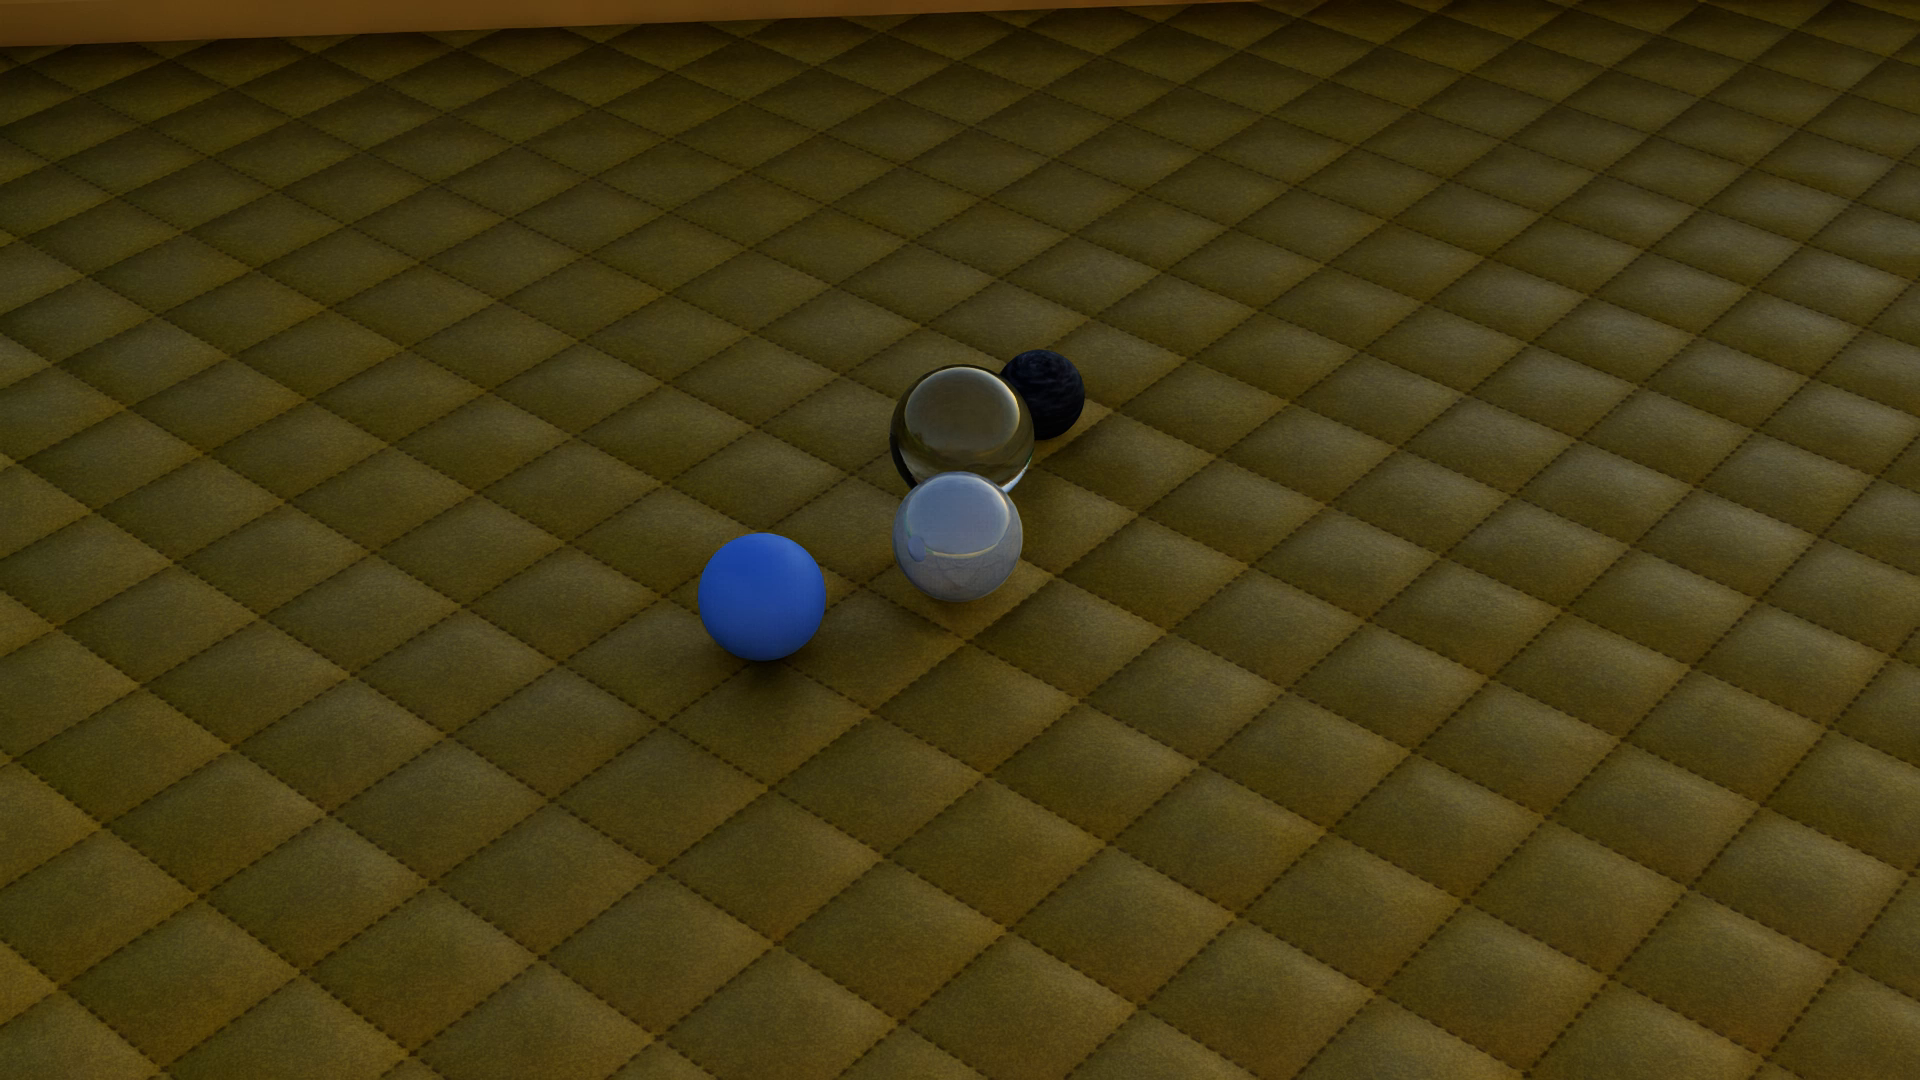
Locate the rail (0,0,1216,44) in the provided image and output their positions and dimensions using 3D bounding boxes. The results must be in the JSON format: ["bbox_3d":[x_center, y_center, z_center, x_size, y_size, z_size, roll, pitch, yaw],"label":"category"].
[{"bbox_3d":[0.780,-0.556,2.323,3.418,0.124,0.045,-3,36,-4],"label":"rail"}]

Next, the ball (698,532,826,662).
[{"bbox_3d":[-0.120,0.035,1.555,0.078,0.078,0.078,0,36,0],"label":"ball"}]

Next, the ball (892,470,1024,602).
[{"bbox_3d":[-0.002,-0.002,1.602,0.082,0.082,0.082,0,36,0],"label":"ball"}]

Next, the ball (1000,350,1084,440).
[{"bbox_3d":[0.054,-0.099,1.752,0.062,0.062,0.062,0,36,0],"label":"ball"}]

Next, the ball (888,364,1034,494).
[{"bbox_3d":[0.001,-0.068,1.680,0.096,0.096,0.096,0,36,0],"label":"ball"}]
